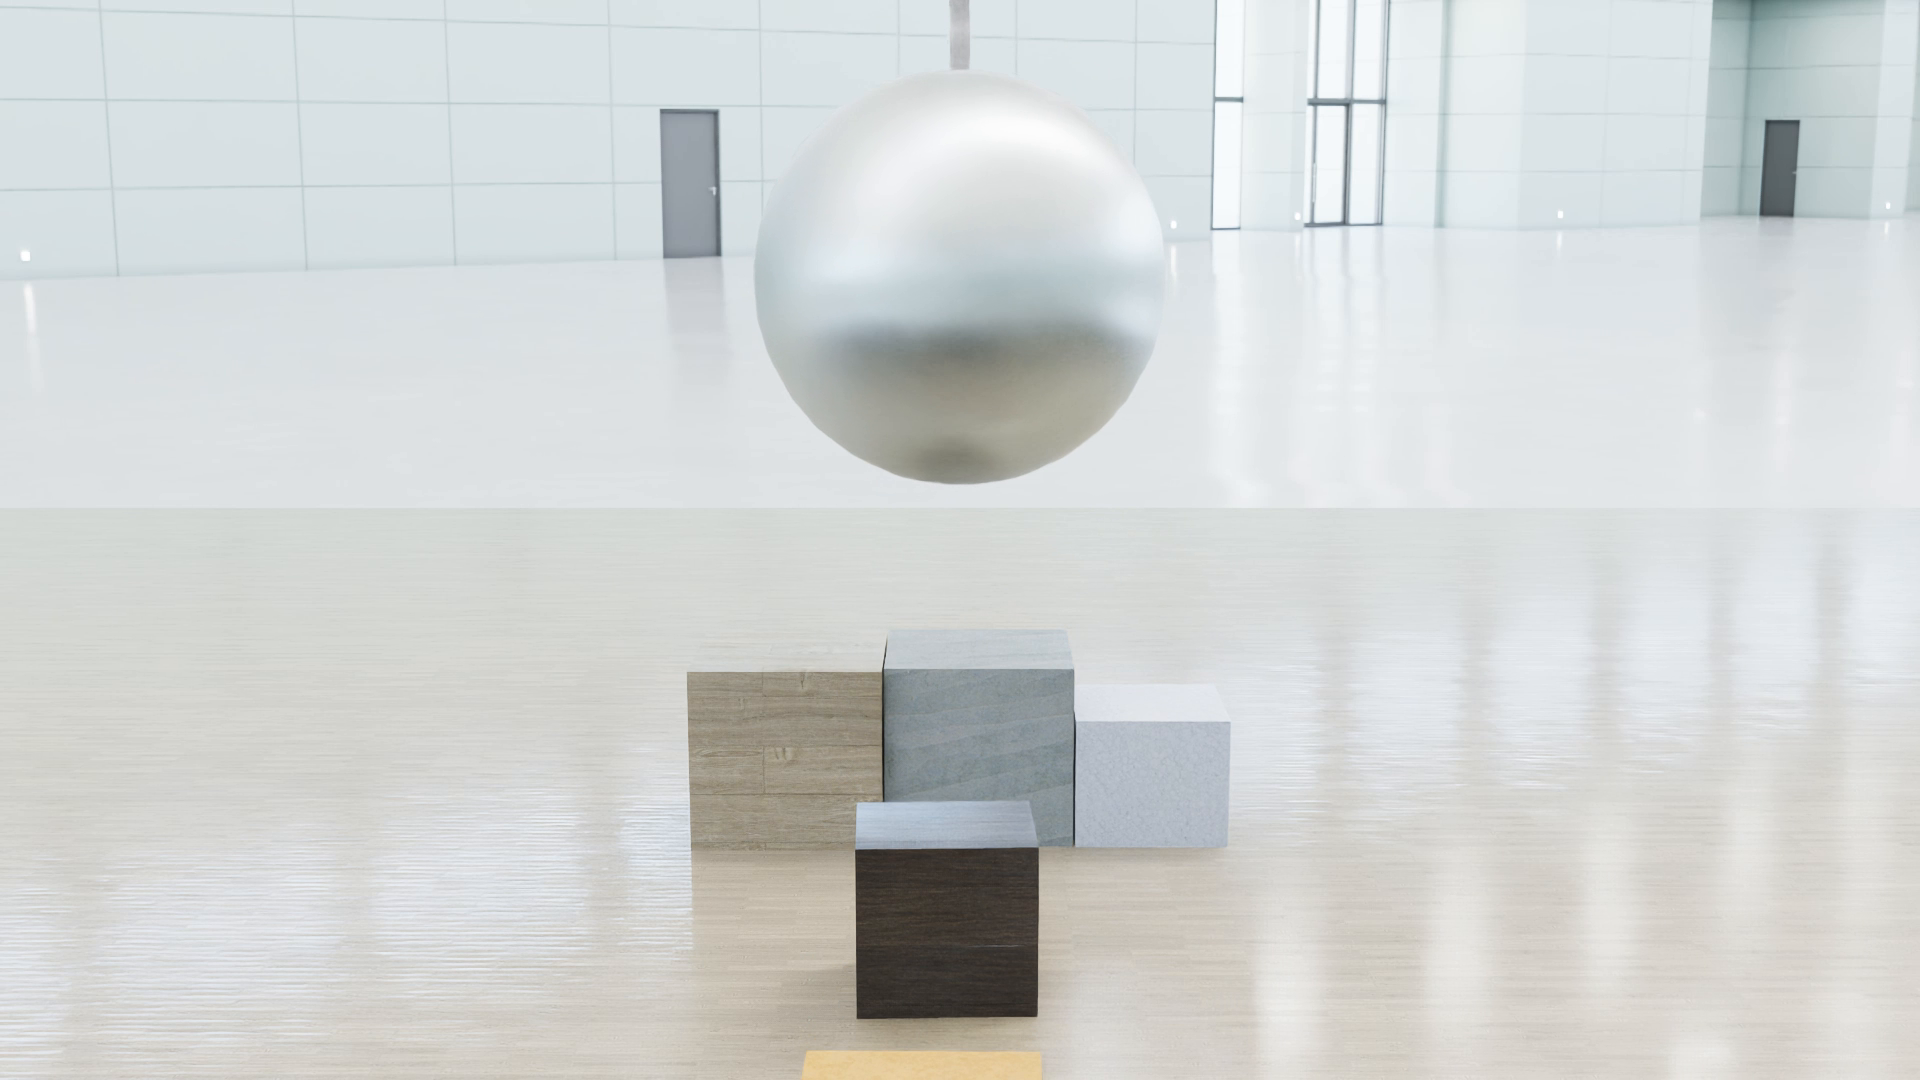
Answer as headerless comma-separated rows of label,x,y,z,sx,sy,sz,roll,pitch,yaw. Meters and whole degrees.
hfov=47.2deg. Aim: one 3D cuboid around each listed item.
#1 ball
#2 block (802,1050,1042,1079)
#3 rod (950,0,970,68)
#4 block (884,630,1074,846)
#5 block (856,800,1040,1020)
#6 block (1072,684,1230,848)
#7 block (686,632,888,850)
ball,0.000,-1.012,8.527,1.600,1.600,1.600,0,10,0
block,-0.119,2.000,6.686,0.737,0.673,0.630,0,10,1
rod,0.000,-4.317,9.326,0.080,5.200,0.080,0,-14,0
block,0.096,1.011,11.438,0.946,0.919,0.898,0,10,0
block,-0.061,1.528,9.158,0.735,0.716,0.631,0,10,-2
block,0.964,1.157,11.373,0.770,0.654,0.744,0,10,0
block,-0.868,1.023,11.374,0.962,0.918,0.896,0,10,0
